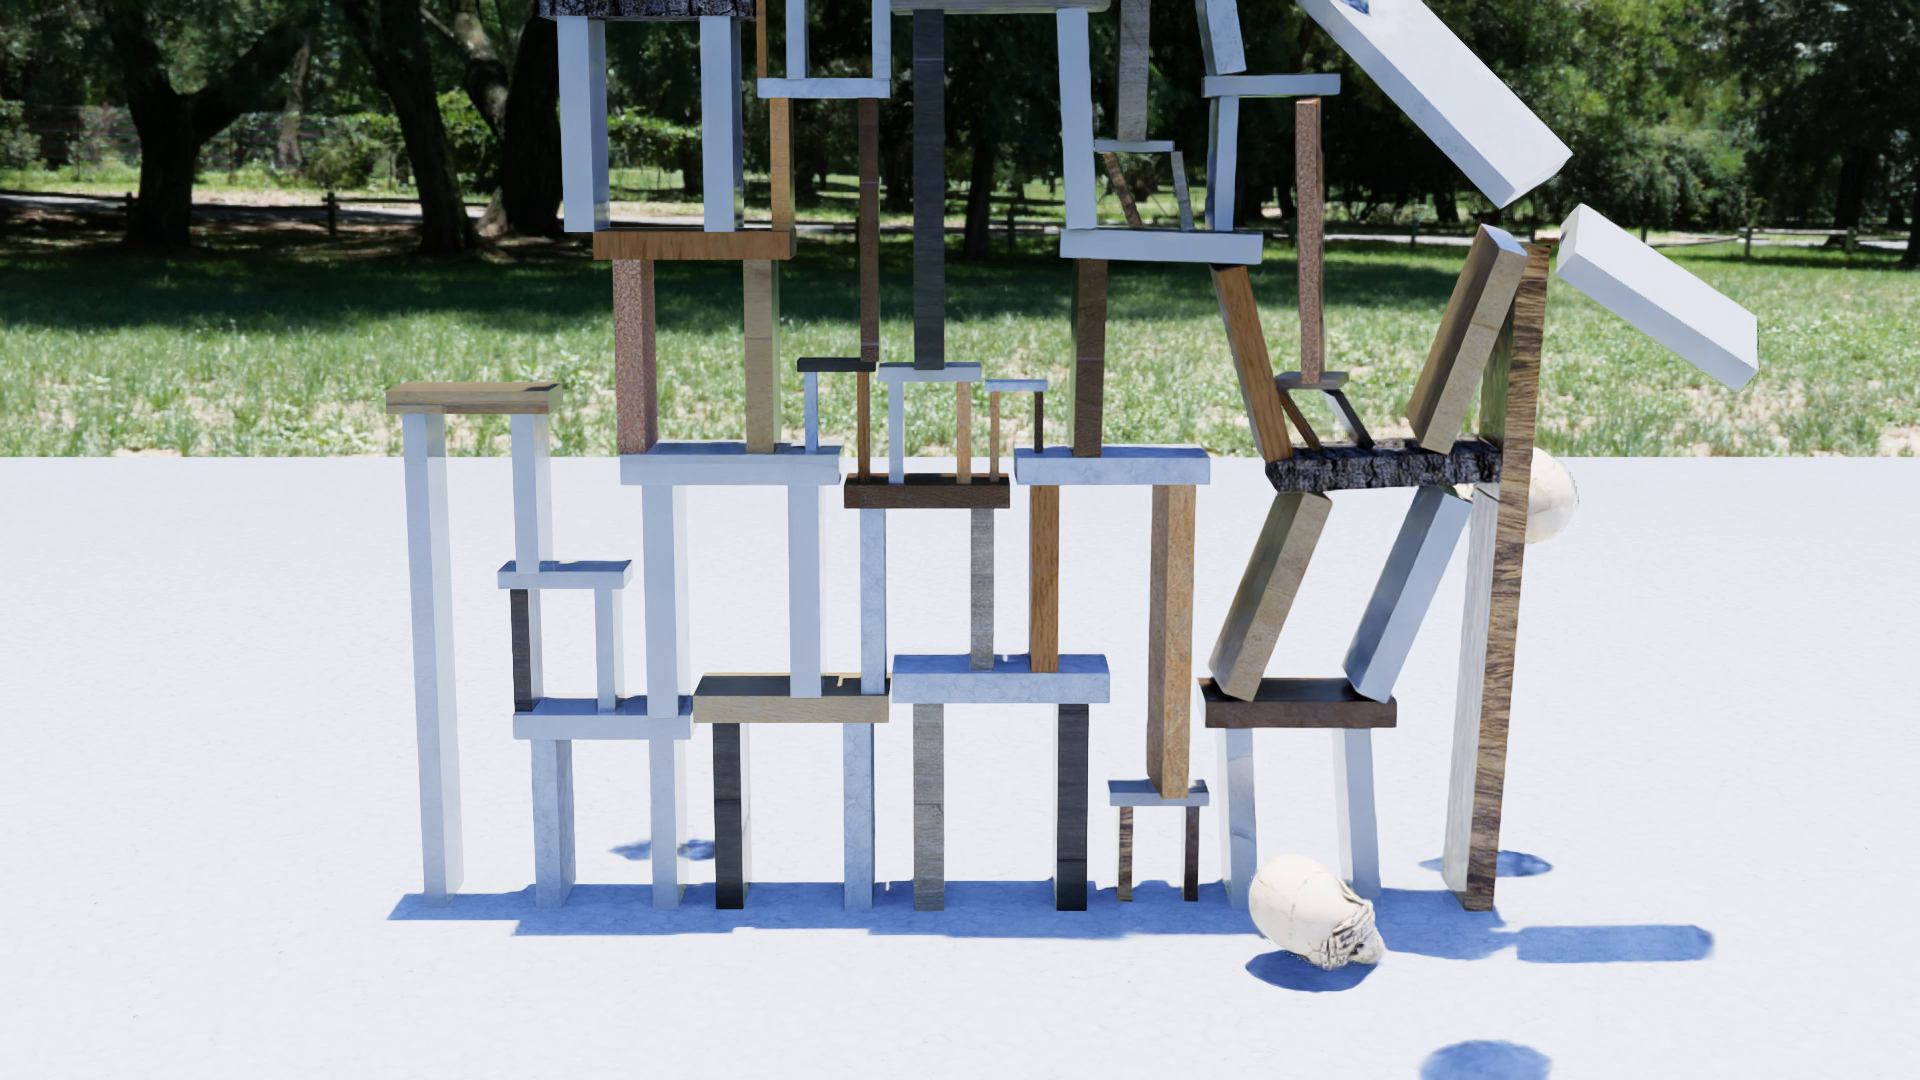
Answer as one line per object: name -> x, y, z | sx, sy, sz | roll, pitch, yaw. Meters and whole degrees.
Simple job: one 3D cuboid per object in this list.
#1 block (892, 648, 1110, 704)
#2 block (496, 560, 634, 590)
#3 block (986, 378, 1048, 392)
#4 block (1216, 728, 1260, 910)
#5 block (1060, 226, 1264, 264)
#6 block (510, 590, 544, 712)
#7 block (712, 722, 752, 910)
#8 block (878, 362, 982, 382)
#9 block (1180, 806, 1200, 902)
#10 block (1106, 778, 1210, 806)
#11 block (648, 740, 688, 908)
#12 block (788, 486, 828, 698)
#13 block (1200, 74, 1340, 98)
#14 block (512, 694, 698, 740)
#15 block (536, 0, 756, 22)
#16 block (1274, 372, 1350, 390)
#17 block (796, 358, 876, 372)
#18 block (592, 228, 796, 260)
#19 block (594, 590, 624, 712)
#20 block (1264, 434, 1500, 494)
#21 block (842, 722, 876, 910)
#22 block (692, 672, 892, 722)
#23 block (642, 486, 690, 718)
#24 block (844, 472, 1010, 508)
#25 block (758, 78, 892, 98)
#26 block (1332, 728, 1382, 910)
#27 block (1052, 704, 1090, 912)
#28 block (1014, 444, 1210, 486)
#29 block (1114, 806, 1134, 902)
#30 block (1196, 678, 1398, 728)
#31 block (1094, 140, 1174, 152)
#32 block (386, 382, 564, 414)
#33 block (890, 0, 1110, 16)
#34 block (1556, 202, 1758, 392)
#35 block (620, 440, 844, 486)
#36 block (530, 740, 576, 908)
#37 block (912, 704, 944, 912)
block -> 0.066, 0.222, 3.604 | 0.349, 0.049, 0.175 | 0, 11, 0
block -> -0.640, 0.055, 3.571 | 0.203, 0.029, 0.101 | 0, 11, 0
block -> 0.090, -0.247, 3.511 | 0.099, 0.014, 0.050 | 0, 11, 0
block -> 0.457, 0.437, 3.637 | 0.043, 0.307, 0.153 | -4, 11, 1
block -> 0.319, -0.465, 3.457 | 0.310, 0.044, 0.155 | 3, 11, 8
block -> -0.707, 0.169, 3.592 | 0.029, 0.203, 0.101 | 0, 11, 0
block -> -0.376, 0.435, 3.642 | 0.045, 0.315, 0.158 | 0, 11, 0
block -> -0.048, -0.268, 3.508 | 0.162, 0.023, 0.081 | 0, 11, 0
block -> 0.382, 0.509, 3.657 | 0.023, 0.163, 0.081 | 0, 11, 1
block -> 0.327, 0.418, 3.641 | 0.163, 0.023, 0.081 | 0, 11, 0
block -> -0.482, 0.450, 3.641 | 0.041, 0.286, 0.143 | 0, 11, 0
block -> -0.247, 0.068, 3.571 | 0.049, 0.344, 0.172 | 0, 11, 0
block -> 0.481, -0.706, 3.423 | 0.206, 0.029, 0.103 | -1, 9, 2
block -> -0.577, 0.289, 3.612 | 0.286, 0.041, 0.143 | 0, 11, 0
block -> -0.479, -0.831, 3.406 | 0.324, 0.046, 0.162 | 0, 11, 0
block -> 0.559, -0.255, 3.506 | 0.110, 0.016, 0.055 | 4, 19, 30
block -> -0.196, -0.280, 3.504 | 0.124, 0.018, 0.062 | 0, 11, 0
block -> -0.415, -0.468, 3.470 | 0.303, 0.043, 0.152 | 0, 11, 0
block -> -0.572, 0.169, 3.592 | 0.029, 0.203, 0.101 | 0, 11, 0
block -> 0.672, -0.124, 3.522 | 0.347, 0.049, 0.174 | -3, 12, 2
block -> -0.166, 0.435, 3.642 | 0.045, 0.315, 0.158 | 0, 11, 0
block -> -0.271, 0.258, 3.610 | 0.315, 0.045, 0.158 | 0, 11, 0
block -> -0.476, 0.084, 3.574 | 0.049, 0.377, 0.172 | 0, 11, 0
block -> -0.052, -0.080, 3.546 | 0.264, 0.037, 0.132 | 0, 11, 0
block -> -0.210, -0.704, 3.431 | 0.203, 0.029, 0.102 | 0, 11, 0
block -> 0.654, 0.438, 3.638 | 0.043, 0.307, 0.153 | -5, 11, 2
block -> 0.182, 0.418, 3.641 | 0.049, 0.349, 0.175 | 0, 11, 0
block -> 0.241, -0.122, 3.533 | 0.304, 0.043, 0.152 | 0, 11, -1
block -> 0.273, 0.510, 3.655 | 0.023, 0.163, 0.081 | 0, 11, 0
block -> 0.548, 0.265, 3.598 | 0.307, 0.043, 0.153 | 0, 11, 1
block -> 0.272, -0.615, 3.431 | 0.122, 0.017, 0.061 | 2, 11, 8
block -> -0.774, -0.227, 3.515 | 0.256, 0.036, 0.128 | 0, 11, 0
block -> 0.062, -0.842, 3.398 | 0.331, 0.047, 0.166 | -1, 11, 1
block -> 1.058, -0.370, 3.332 | 0.330, 0.047, 0.165 | 32, 39, -5
block -> -0.362, -0.125, 3.535 | 0.344, 0.049, 0.172 | 0, 11, 0
block -> -0.672, 0.450, 3.641 | 0.041, 0.286, 0.143 | 0, 11, 0
block -> -0.051, 0.418, 3.641 | 0.049, 0.349, 0.175 | 0, 11, 0
